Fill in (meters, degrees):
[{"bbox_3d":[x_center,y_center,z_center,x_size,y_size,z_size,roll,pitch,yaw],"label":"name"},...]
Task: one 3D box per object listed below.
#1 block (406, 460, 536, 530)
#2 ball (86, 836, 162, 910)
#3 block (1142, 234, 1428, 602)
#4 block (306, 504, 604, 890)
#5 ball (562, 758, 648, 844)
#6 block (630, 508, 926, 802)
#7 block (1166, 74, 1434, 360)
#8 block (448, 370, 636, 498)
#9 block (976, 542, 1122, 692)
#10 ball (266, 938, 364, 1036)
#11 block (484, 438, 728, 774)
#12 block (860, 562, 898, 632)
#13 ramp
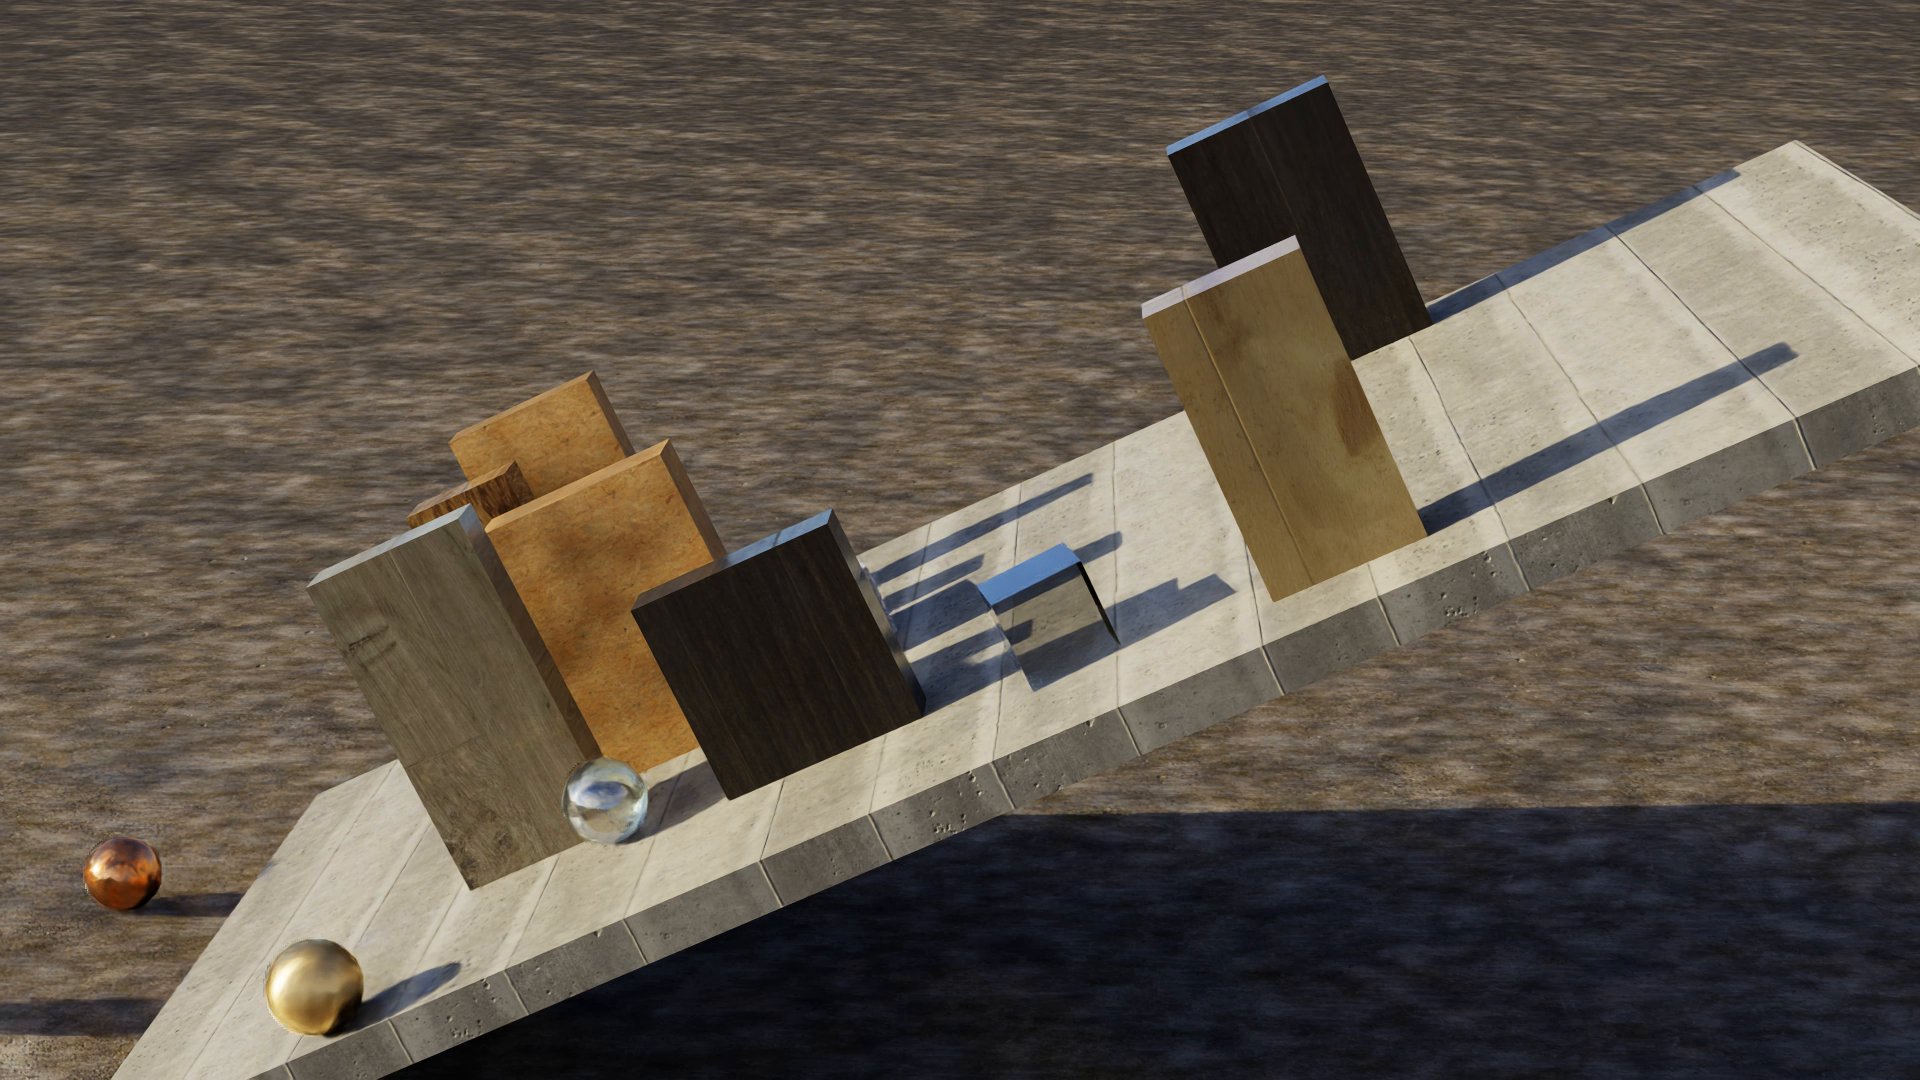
[{"bbox_3d":[-0.972,0.178,6.637,0.248,0.666,0.120,-24,13,9],"label":"block"},{"bbox_3d":[-1.999,0.798,7.034,0.177,0.177,0.177,0,16,0],"label":"ball"},{"bbox_3d":[0.596,-0.221,5.405,0.308,0.587,0.136,-24,13,9],"label":"block"},{"bbox_3d":[-1.000,0.324,6.013,0.349,0.715,0.122,-24,13,9],"label":"block"},{"bbox_3d":[-0.712,0.523,5.899,0.172,0.172,0.172,0,16,0],"label":"ball"},{"bbox_3d":[-0.354,0.227,5.797,0.427,0.433,0.115,-24,13,9],"label":"block"},{"bbox_3d":[0.792,-0.711,6.868,0.399,0.619,0.140,-24,13,9],"label":"block"},{"bbox_3d":[-0.861,0.013,6.906,0.360,0.739,0.102,-24,13,9],"label":"block"},{"bbox_3d":[0.170,0.147,5.661,0.189,0.189,0.189,-27,13,-3],"label":"block"},{"bbox_3d":[-1.224,0.848,5.582,0.182,0.182,0.182,0,16,0],"label":"ball"},{"bbox_3d":[-0.686,0.157,6.297,0.429,0.613,0.138,-24,13,9],"label":"block"},{"bbox_3d":[-0.261,0.155,6.500,0.162,0.162,0.162,-28,13,-10],"label":"block"},{"bbox_3d":[0.135,0.169,6.282,4.000,0.100,2.000,-24,13,9],"label":"ramp"}]
